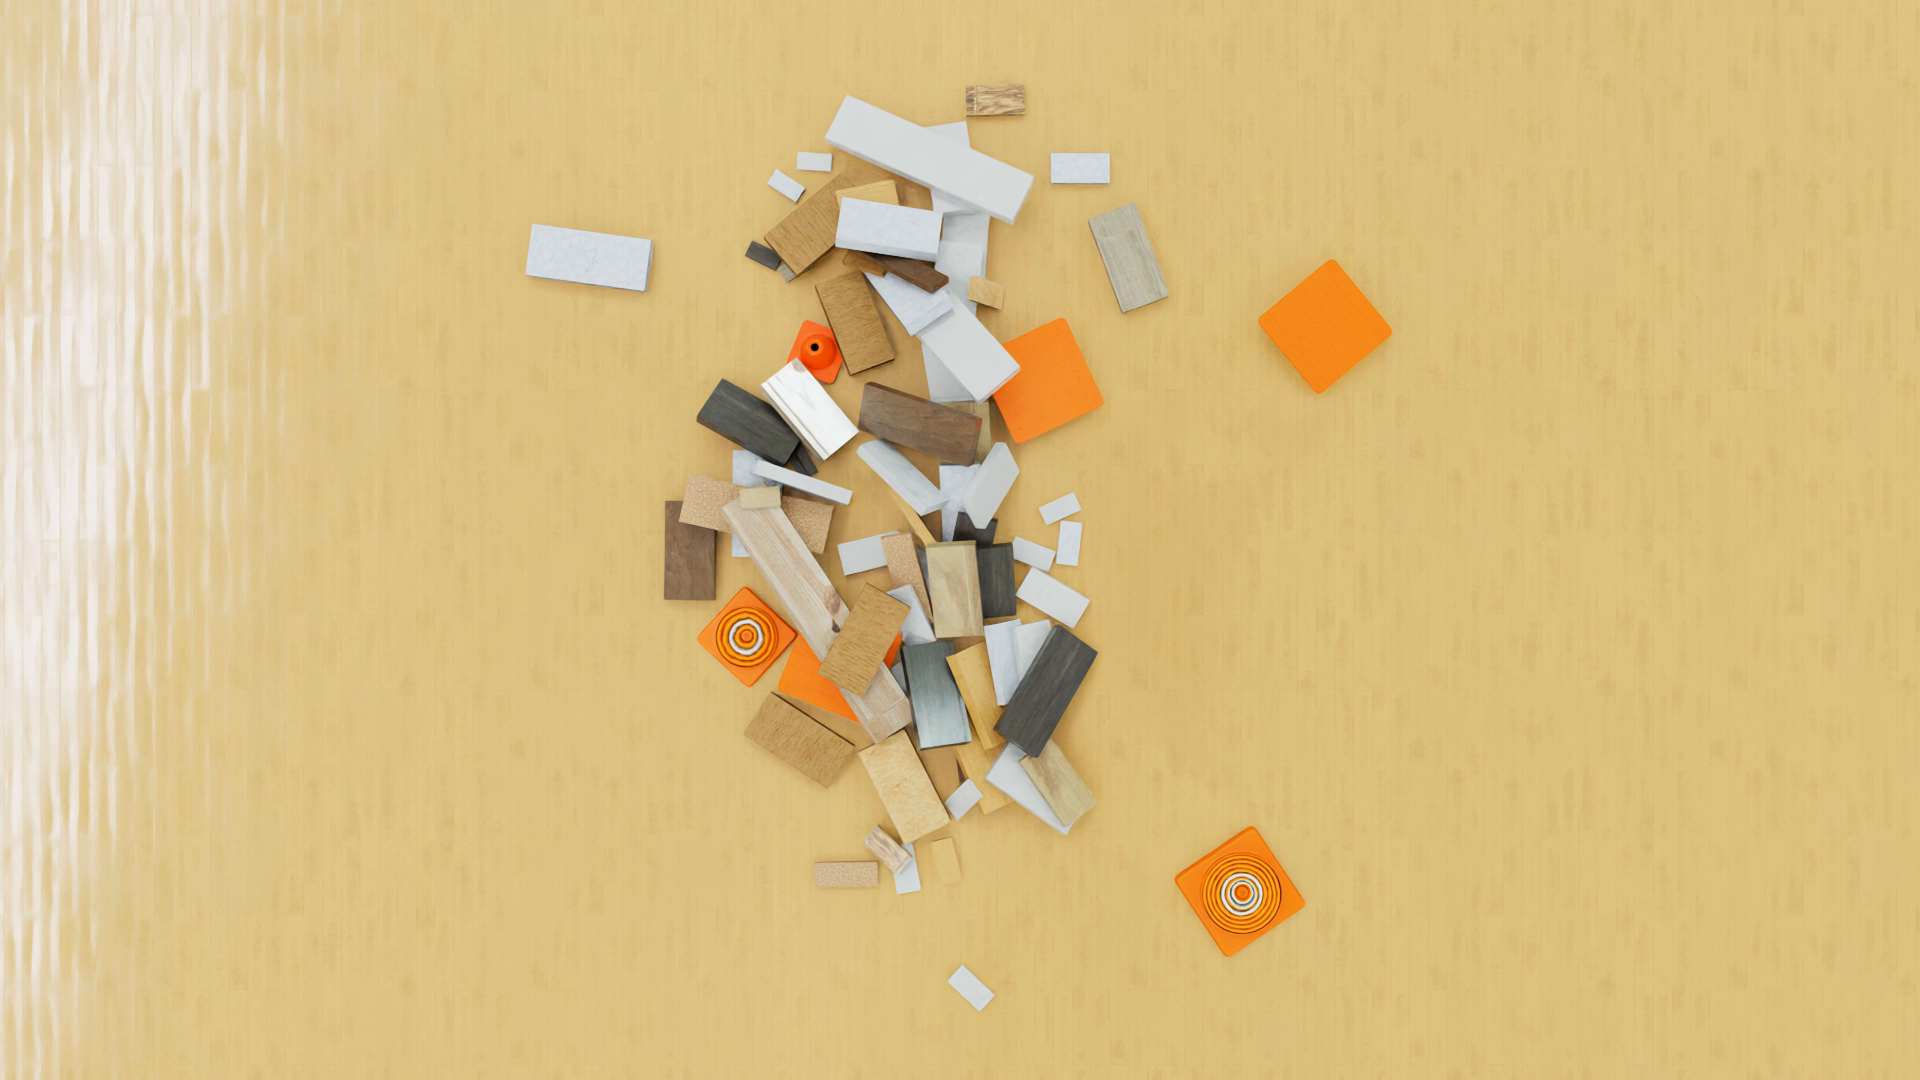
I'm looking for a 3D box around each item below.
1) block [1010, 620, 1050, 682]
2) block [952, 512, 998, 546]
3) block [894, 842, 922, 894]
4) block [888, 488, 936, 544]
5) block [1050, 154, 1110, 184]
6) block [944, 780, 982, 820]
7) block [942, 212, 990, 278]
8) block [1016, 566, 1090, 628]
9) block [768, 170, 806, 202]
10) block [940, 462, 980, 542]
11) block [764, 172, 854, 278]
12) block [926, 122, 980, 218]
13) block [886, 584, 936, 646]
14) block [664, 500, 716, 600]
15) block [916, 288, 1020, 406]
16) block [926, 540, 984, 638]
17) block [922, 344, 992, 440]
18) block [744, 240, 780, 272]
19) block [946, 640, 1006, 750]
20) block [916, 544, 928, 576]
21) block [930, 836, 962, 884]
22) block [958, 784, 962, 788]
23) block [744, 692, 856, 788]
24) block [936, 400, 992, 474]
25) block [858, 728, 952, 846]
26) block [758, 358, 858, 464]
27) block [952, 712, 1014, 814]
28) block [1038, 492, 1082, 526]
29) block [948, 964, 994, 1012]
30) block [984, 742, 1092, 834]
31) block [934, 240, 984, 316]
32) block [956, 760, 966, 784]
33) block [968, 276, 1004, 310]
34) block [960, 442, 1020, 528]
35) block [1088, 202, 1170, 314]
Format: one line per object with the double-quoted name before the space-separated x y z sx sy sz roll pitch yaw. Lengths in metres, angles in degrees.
"block" 0.253 0.405 5.452 0.132 0.037 0.264 -10 90 -28
"block" 0.033 0.047 5.440 0.133 0.038 0.265 12 109 0
"block" -0.183 1.091 5.489 0.080 0.023 0.159 -11 90 0
"block" -0.150 -0.071 5.438 0.035 0.124 0.247 -34 90 1
"block" 0.399 -1.235 5.486 0.195 0.028 0.098 0 90 0
"block" 0.011 0.856 5.437 0.073 0.021 0.147 52 131 14
"block" 0.014 -0.969 5.479 0.151 0.043 0.302 4 90 0
"block" 0.308 0.190 5.474 0.222 0.031 0.111 30 101 0
"block" -0.578 -1.179 5.492 0.113 0.016 0.057 33 90 0
"block" 0.005 -0.124 5.425 0.133 0.038 0.265 -3 109 0
"block" -0.464 -1.043 5.457 0.339 0.048 0.170 -41 90 -6
"block" -0.032 -1.224 5.452 0.151 0.043 0.302 -9 80 0
"block" -0.166 0.254 5.433 0.104 0.029 0.208 -20 110 18
"block" -0.895 0.035 5.477 0.164 0.047 0.329 1 90 0
"block" 0.013 -0.623 5.316 0.176 0.050 0.352 -40 79 -5
"block" -0.014 0.162 5.392 0.160 0.045 0.320 -3 111 7
"block" -0.011 -0.488 5.422 0.176 0.050 0.352 -9 106 2
"block" -0.653 -0.947 5.492 0.113 0.016 0.057 27 90 0
"block" 0.088 0.506 5.429 0.163 0.046 0.327 -23 90 -41
"block" -0.099 0.080 5.454 0.144 0.020 0.072 27 113 20
"block" -0.045 1.067 5.490 0.073 0.021 0.147 -14 90 0
"block" 0.023 0.824 5.493 0.051 0.015 0.103 24 90 0
"block" -0.533 0.664 5.476 0.333 0.047 0.167 33 90 0
"block" 0.015 -0.281 5.428 0.176 0.050 0.352 -4 106 0
"block" -0.183 0.817 5.476 0.171 0.049 0.343 -27 90 0
"block" -0.499 -0.428 5.436 0.159 0.045 0.319 -42 95 -23
"block" 0.082 0.723 5.454 0.163 0.046 0.327 -23 90 -17
"block" 0.333 -0.104 5.491 0.128 0.018 0.064 -24 90 0
"block" 0.037 1.490 5.490 0.147 0.021 0.073 43 90 0
"block" 0.257 0.810 5.438 0.327 0.046 0.163 36 75 -7
"block" -0.015 -0.825 5.435 0.151 0.043 0.302 7 92 0
"block" 0.017 0.754 5.480 0.051 0.015 0.103 -6 79 -7
"block" 0.086 -0.813 5.430 0.023 0.160 0.080 8 90 38
"block" 0.100 -0.179 5.377 0.038 0.133 0.266 5 49 36
"block" 0.559 -0.935 5.477 0.165 0.047 0.330 -20 90 0
